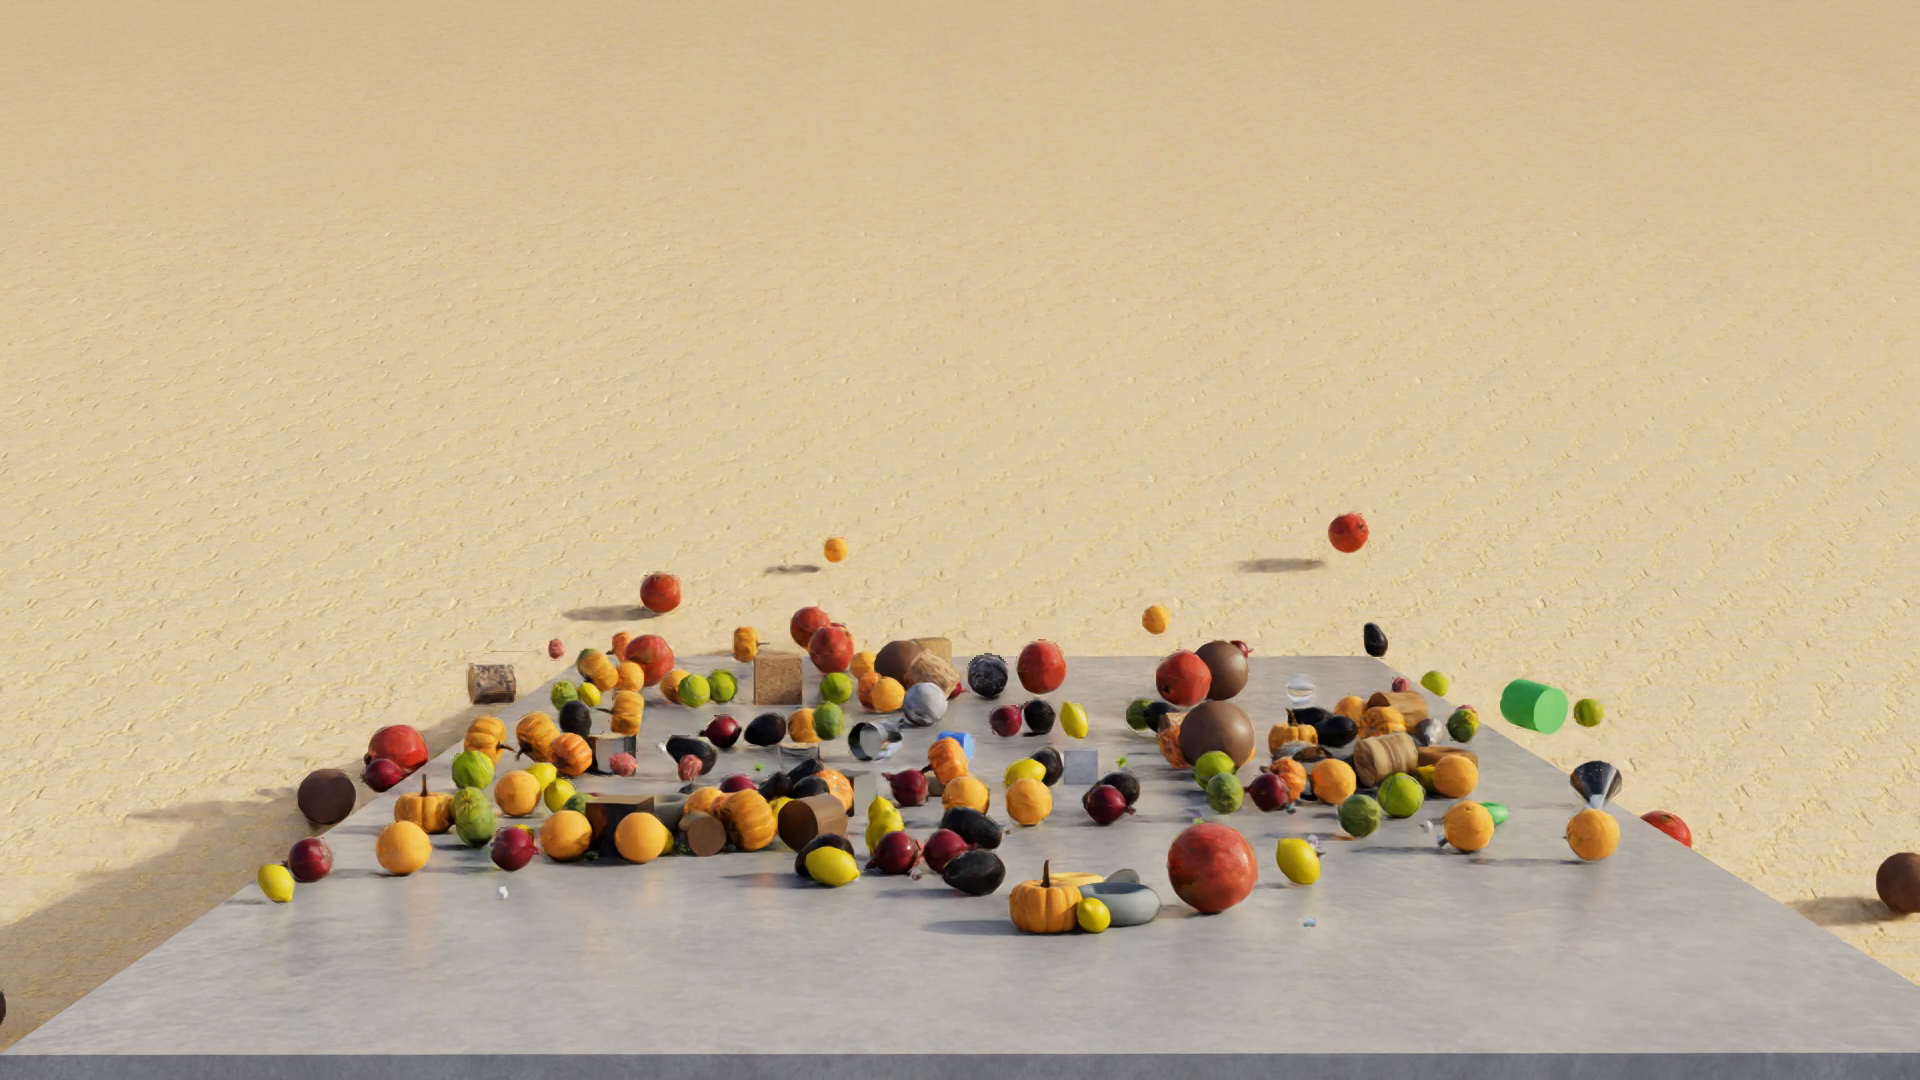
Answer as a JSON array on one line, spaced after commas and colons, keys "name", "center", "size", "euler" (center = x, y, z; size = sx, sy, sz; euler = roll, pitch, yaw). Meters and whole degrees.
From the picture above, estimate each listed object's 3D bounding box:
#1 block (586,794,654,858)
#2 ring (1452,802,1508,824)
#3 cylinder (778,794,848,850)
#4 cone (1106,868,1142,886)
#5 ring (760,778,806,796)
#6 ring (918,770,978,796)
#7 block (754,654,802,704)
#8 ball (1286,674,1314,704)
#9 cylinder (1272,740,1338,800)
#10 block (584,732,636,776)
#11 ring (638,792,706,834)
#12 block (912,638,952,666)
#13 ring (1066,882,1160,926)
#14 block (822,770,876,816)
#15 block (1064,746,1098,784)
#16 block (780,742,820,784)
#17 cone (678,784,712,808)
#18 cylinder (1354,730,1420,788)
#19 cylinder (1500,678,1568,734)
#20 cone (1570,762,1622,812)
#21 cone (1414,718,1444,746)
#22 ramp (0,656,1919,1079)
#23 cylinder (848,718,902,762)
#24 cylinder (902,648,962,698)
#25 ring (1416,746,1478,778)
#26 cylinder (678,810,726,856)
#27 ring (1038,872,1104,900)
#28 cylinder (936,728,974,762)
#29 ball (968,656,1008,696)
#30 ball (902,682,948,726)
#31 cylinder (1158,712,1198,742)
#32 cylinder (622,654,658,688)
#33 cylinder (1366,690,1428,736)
[{"name": "block", "center": [-0.485, 0.408, 3.669], "size": [0.077, 0.077, 0.077], "euler": [1, 3, 11]}, {"name": "ring", "center": [0.796, 0.418, 3.933], "size": [0.083, 0.028, 0.083], "euler": [0, 2, 0]}, {"name": "cylinder", "center": [-0.213, 0.407, 3.716], "size": [0.073, 0.073, 0.073], "euler": [14, 10, 32]}, {"name": "cone", "center": [0.216, 0.455, 3.269], "size": [0.053, 0.053, 0.053], "euler": [-7, 36, -18]}, {"name": "ring", "center": [-0.291, 0.405, 4.213], "size": [0.077, 0.026, 0.077], "euler": [0, 2, 0]}, {"name": "ring", "center": [-0.019, 0.400, 4.233], "size": [0.098, 0.033, 0.098], "euler": [-3, 6, 0]}, {"name": "block", "center": [-0.392, 0.299, 5.528], "size": [0.099, 0.099, 0.099], "euler": [0, 3, -6]}, {"name": "ball", "center": [0.729, 0.319, 5.502], "size": [0.060, 0.060, 0.060], "euler": [0, 21, 0]}, {"name": "cylinder", "center": [0.561, 0.374, 4.188], "size": [0.088, 0.088, 0.088], "euler": [-4, 4, -9]}, {"name": "block", "center": [-0.608, 0.372, 4.471], "size": [0.064, 0.064, 0.064], "euler": [2, 4, 35]}, {"name": "ring", "center": [-0.453, 0.413, 3.880], "size": [0.140, 0.047, 0.140], "euler": [-1, 4, 0]}, {"name": "block", "center": [-0.066, 0.276, 6.145], "size": [0.079, 0.079, 0.079], "euler": [-1, 3, -12]}, {"name": "ring", "center": [0.190, 0.452, 3.191], "size": [0.118, 0.039, 0.118], "euler": [-1, 4, 0]}, {"name": "block", "center": [-0.174, 0.396, 4.032], "size": [0.062, 0.062, 0.062], "euler": [2, 3, 32]}, {"name": "block", "center": [0.205, 0.381, 4.353], "size": [0.058, 0.058, 0.058], "euler": [0, 3, 3]}, {"name": "block", "center": [-0.272, 0.379, 4.366], "size": [0.061, 0.061, 0.061], "euler": [0, 3, -8]}, {"name": "cone", "center": [-0.412, 0.417, 3.998], "size": [0.055, 0.055, 0.055], "euler": [-3, 30, -7]}, {"name": "cylinder", "center": [0.700, 0.360, 4.223], "size": [0.079, 0.079, 0.079], "euler": [-16, 25, -17]}, {"name": "cylinder", "center": [1.163, 0.337, 5.208], "size": [0.095, 0.095, 0.095], "euler": [-13, 15, -30]}, {"name": "cone", "center": [1.006, 0.406, 4.062], "size": [0.082, 0.082, 0.082], "euler": [4, 30, 10]}, {"name": "cone", "center": [0.877, 0.373, 4.796], "size": [0.057, 0.057, 0.057], "euler": [2, 30, 5]}, {"name": "ramp", "center": [0.050, 0.451, 4.532], "size": [2.000, 0.100, 4.000], "euler": [0, 3, 0]}, {"name": "cylinder", "center": [-0.153, 0.360, 4.637], "size": [0.070, 0.070, 0.070], "euler": [12, 9, 28]}, {"name": "cylinder", "center": [-0.058, 0.290, 5.386], "size": [0.089, 0.089, 0.089], "euler": [38, 32, 10]}, {"name": "ring", "center": [0.832, 0.384, 4.444], "size": [0.128, 0.043, 0.128], "euler": [1, 2, 0]}, {"name": "cylinder", "center": [-0.368, 0.418, 3.665], "size": [0.057, 0.057, 0.057], "euler": [-8, 5, -19]}, {"name": "ring", "center": [0.145, 0.449, 3.333], "size": [0.088, 0.029, 0.088], "euler": [0, -1, 0]}, {"name": "cylinder", "center": [-0.009, 0.370, 4.619], "size": [0.051, 0.051, 0.051], "euler": [26, 30, 21]}, {"name": "ball", "center": [0.061, 0.298, 5.629], "size": [0.090, 0.090, 0.090], "euler": [0, 21, 0]}, {"name": "ball", "center": [-0.070, 0.326, 5.101], "size": [0.089, 0.089, 0.089], "euler": [0, 21, 0]}, {"name": "cylinder", "center": [0.412, 0.355, 4.865], "size": [0.055, 0.055, 0.055], "euler": [-2, 20, -23]}, {"name": "cylinder", "center": [-0.726, 0.300, 5.837], "size": [0.061, 0.061, 0.061], "euler": [20, 26, 14]}, {"name": "cylinder", "center": [0.844, 0.335, 4.963], "size": [0.084, 0.084, 0.084], "euler": [-1, 20, -25]}]
